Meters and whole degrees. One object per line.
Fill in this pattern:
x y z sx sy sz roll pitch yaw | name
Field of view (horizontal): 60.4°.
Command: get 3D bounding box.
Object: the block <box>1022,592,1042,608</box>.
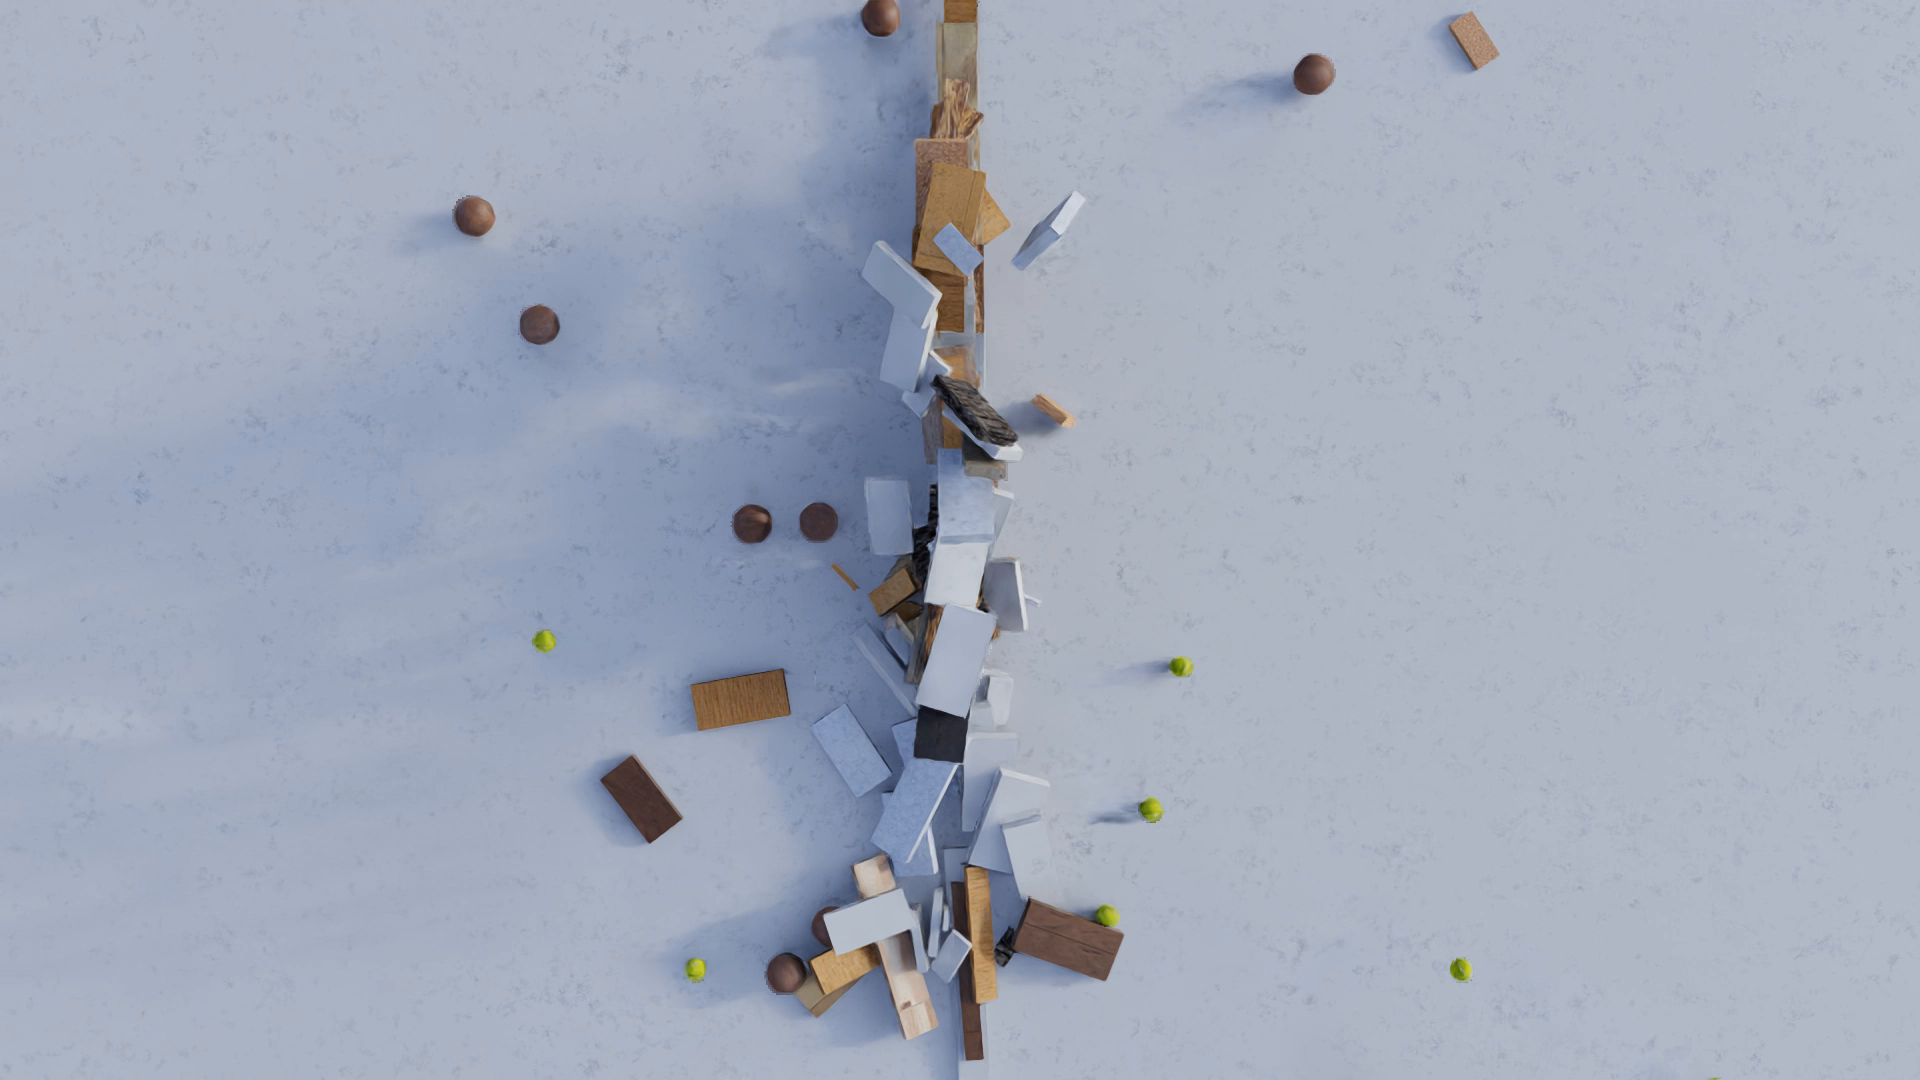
0.169 0.170 5.455 0.208 0.058 0.016 25 99 8 | block

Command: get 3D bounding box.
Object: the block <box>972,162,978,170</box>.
-0.016 -1.078 5.148 0.131 0.037 0.261 0 54 6 | block

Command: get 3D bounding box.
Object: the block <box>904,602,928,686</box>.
-0.062 0.317 5.237 0.157 0.044 0.313 14 86 -6 | block

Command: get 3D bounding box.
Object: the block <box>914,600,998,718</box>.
-0.012 0.366 5.061 0.163 0.046 0.327 17 98 -2 | block

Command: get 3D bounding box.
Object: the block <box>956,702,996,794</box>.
0.052 0.689 5.426 0.153 0.043 0.307 -11 111 0 | block

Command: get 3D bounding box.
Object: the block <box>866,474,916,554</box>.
-0.220 -0.079 5.231 0.131 0.037 0.263 -2 119 4 | block

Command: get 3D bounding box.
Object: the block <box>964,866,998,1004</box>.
0.068 1.300 5.454 0.080 0.023 0.447 -4 90 -29 | block

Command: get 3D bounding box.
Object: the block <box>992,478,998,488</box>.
0.041 -0.128 5.375 0.152 0.043 0.372 5 119 -3 | block

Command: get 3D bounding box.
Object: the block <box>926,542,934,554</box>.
-0.035 0.068 5.175 0.078 0.022 0.156 -22 73 -16 | block

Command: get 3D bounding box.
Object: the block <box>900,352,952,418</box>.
-0.104 -0.481 5.100 0.093 0.026 0.186 44 121 21 | block

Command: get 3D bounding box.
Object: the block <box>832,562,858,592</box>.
-0.382 0.122 5.471 0.016 0.058 0.115 -44 90 0 | block

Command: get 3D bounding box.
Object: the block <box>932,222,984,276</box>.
-0.005 -0.866 4.912 0.074 0.021 0.149 -43 96 13 | block

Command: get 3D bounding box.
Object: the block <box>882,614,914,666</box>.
-0.128 0.405 5.347 0.049 0.172 0.344 -35 100 6 | block

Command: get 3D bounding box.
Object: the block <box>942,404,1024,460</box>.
0.069 -0.327 4.993 0.247 0.123 0.035 43 115 30 | block

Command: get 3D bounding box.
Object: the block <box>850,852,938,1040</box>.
-0.217 1.343 5.457 0.121 0.034 0.601 -17 90 -27 | block

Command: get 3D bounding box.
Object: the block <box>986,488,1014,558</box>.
0.053 -0.036 5.376 0.152 0.043 0.304 16 117 -9 | block

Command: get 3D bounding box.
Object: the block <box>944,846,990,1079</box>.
0.026 1.429 5.485 0.104 0.029 0.815 -4 90 0 | block

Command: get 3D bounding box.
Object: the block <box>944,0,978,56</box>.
0.006 -1.510 5.439 0.106 0.030 1.079 -1 92 4 | block

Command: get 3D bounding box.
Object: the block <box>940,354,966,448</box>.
-0.019 -0.424 5.127 0.078 0.022 0.296 -4 98 4 | block

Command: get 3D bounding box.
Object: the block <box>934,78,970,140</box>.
-0.037 -1.274 5.102 0.074 0.021 0.330 8 75 10 | block

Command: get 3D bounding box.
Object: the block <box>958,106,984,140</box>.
-0.020 -1.253 5.118 0.087 0.025 0.211 33 80 16 | block

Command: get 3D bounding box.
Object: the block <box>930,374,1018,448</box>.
0.042 -0.389 4.963 0.288 0.144 0.041 51 118 37 | block

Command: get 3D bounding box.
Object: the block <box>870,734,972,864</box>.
-0.130 0.817 5.383 0.144 0.041 0.481 30 104 17 | block

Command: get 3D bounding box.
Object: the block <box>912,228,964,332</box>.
-0.064 -0.795 5.041 0.156 0.044 0.311 2 114 4 | block

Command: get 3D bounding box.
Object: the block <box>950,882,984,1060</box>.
0.024 1.426 5.462 0.060 0.017 0.590 -5 90 0 | block

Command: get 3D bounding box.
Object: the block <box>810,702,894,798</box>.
-0.361 0.698 5.480 0.142 0.040 0.284 -34 90 0 | block

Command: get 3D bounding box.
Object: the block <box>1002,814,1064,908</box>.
0.240 1.064 5.424 0.135 0.038 0.324 -14 111 0 | block

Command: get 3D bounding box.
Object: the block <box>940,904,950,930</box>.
-0.050 1.244 5.439 0.017 0.121 0.060 4 90 -4 | block

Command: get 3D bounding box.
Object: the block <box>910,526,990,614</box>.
-0.041 0.114 5.345 0.172 0.049 0.344 -18 102 9 | block

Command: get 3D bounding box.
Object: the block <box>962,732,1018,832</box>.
0.095 0.796 5.416 0.168 0.048 0.337 0 109 -4 | block

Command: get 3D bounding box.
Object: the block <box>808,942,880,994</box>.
-0.367 1.385 5.430 0.241 0.034 0.121 -23 85 -25 | block

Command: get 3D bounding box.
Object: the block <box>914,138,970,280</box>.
-0.053 -1.000 4.999 0.156 0.044 0.417 1 114 5 | block

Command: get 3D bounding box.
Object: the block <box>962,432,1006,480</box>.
0.071 -0.263 5.017 0.123 0.247 0.035 6 120 -5 | block

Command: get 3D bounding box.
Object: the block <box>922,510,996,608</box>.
-0.004 0.049 5.107 0.163 0.046 0.327 13 85 -13 | block

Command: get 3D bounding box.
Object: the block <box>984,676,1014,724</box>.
0.123 0.526 5.419 0.080 0.023 0.159 6 104 -13 | block

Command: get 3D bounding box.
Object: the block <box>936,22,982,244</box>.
-0.002 -1.270 5.407 0.131 0.037 0.829 -1 94 4 | block

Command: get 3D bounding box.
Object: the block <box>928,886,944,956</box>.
-0.080 1.260 5.448 0.029 0.104 0.208 6 90 0 | block

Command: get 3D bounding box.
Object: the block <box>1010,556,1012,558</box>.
0.166 0.109 5.493 0.049 0.014 0.097 -22 90 0 | block

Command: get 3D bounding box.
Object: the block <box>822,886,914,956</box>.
-0.297 1.239 5.364 0.269 0.038 0.135 -19 89 -6 | block

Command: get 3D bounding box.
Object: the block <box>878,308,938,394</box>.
-0.158 -0.598 5.068 0.131 0.037 0.263 24 113 24 | block

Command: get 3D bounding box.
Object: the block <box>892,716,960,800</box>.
-0.113 0.728 5.466 0.142 0.040 0.284 -19 90 12 | block

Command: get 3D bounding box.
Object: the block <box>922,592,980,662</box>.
-0.024 0.238 5.200 0.157 0.044 0.313 6 87 -7 | block

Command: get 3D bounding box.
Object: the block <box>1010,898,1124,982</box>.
0.355 1.321 5.449 0.337 0.048 0.168 21 90 -9 | block
